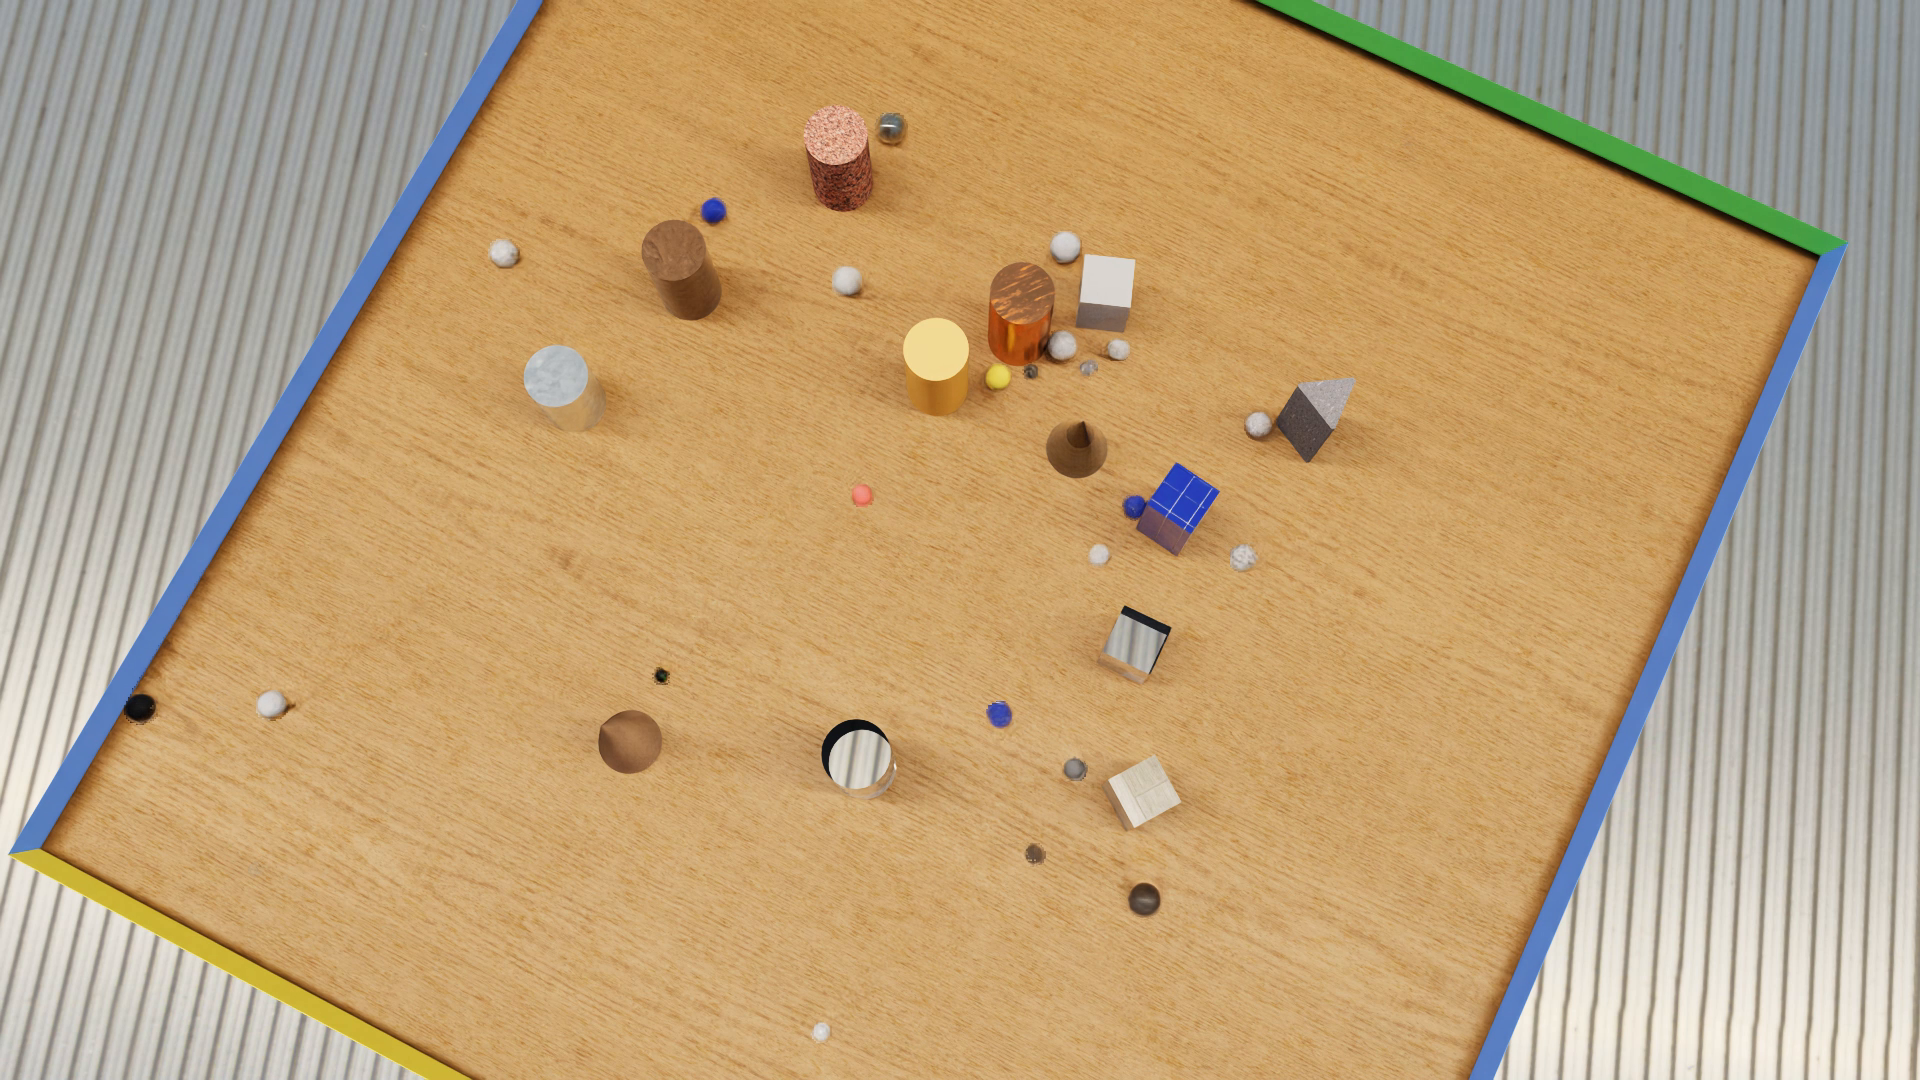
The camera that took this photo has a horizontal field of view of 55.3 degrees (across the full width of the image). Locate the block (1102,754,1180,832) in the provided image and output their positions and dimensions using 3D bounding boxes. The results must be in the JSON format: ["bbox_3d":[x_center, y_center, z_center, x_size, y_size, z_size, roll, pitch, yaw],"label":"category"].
[{"bbox_3d":[0.525,0.739,5.330,0.153,0.261,0.153,-28,80,-5],"label":"block"}]

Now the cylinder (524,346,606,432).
[{"bbox_3d":[-1.196,-0.456,5.564,0.191,0.288,0.191,0,78,0],"label":"cylinder"}]

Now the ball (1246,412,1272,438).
[{"bbox_3d":[0.922,-0.355,5.650,0.078,0.078,0.078,0,78,0],"label":"ball"}]

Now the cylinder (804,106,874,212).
[{"bbox_3d":[-0.373,-1.176,5.670,0.191,0.371,0.191,0,78,0],"label":"cylinder"}]

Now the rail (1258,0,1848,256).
[{"bbox_3d":[0.915,-1.786,5.922,4.093,0.124,0.045,26,80,5],"label":"rail"}]

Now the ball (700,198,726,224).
[{"bbox_3d":[-0.781,-1.038,5.791,0.079,0.079,0.079,0,78,0],"label":"ball"}]

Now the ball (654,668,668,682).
[{"bbox_3d":[-0.897,0.408,5.511,0.041,0.041,0.041,0,78,0],"label":"ball"}]

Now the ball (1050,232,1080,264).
[{"bbox_3d":[0.330,-0.917,5.757,0.096,0.096,0.096,0,78,0],"label":"ball"}]

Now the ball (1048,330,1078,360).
[{"bbox_3d":[0.318,-0.603,5.694,0.092,0.092,0.092,0,78,0],"label":"ball"}]

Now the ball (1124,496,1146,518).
[{"bbox_3d":[0.538,-0.101,5.602,0.070,0.070,0.070,0,78,0],"label":"ball"}]

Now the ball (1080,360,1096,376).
[{"bbox_3d":[0.398,-0.534,5.703,0.048,0.048,0.048,0,78,0],"label":"ball"}]

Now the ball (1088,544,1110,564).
[{"bbox_3d":[0.423,0.042,5.576,0.062,0.062,0.062,0,78,0],"label":"ball"}]

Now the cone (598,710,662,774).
[{"bbox_3d":[-0.988,0.558,5.266,0.191,0.461,0.191,0,78,0],"label":"cone"}]

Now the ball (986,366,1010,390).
[{"bbox_3d":[0.116,-0.503,5.681,0.076,0.076,0.076,0,78,0],"label":"ball"}]

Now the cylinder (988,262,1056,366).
[{"bbox_3d":[0.182,-0.678,5.547,0.191,0.411,0.191,0,78,0],"label":"cylinder"}]

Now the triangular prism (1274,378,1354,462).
[{"bbox_3d":[1.085,-0.385,5.492,0.143,0.400,0.166,-35,80,-7],"label":"triangular prism"}]

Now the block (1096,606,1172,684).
[{"bbox_3d":[0.514,0.313,5.432,0.153,0.235,0.153,25,79,5],"label":"block"}]

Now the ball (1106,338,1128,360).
[{"bbox_3d":[0.490,-0.595,5.707,0.064,0.064,0.064,0,78,0],"label":"ball"}]

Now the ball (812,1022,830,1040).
[{"bbox_3d":[-0.400,1.420,5.296,0.051,0.051,0.051,0,78,0],"label":"ball"}]

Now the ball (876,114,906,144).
[{"bbox_3d":[-0.220,-1.310,5.840,0.094,0.094,0.094,0,78,0],"label":"ball"}]

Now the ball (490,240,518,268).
[{"bbox_3d":[-1.433,-0.900,5.760,0.084,0.084,0.084,0,78,0],"label":"ball"}]

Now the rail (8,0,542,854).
[{"bbox_3d":[-1.809,-0.879,5.734,0.045,0.124,4.141,26,80,5],"label":"rail"}]

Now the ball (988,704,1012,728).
[{"bbox_3d":[0.120,0.524,5.470,0.074,0.074,0.074,0,78,0],"label":"ball"}]

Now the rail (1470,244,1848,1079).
[{"bbox_3d":[1.809,0.893,5.367,0.045,0.124,4.141,26,80,5],"label":"rail"}]

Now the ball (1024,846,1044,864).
[{"bbox_3d":[0.218,0.926,5.397,0.055,0.055,0.055,0,78,0],"label":"ball"}]

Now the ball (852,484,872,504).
[{"bbox_3d":[-0.301,-0.140,5.613,0.064,0.064,0.064,0,78,0],"label":"ball"}]

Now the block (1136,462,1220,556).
[{"bbox_3d":[0.645,-0.088,5.460,0.153,0.343,0.153,35,80,7],"label":"block"}]

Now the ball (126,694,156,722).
[{"bbox_3d":[-2.444,0.501,5.470,0.084,0.084,0.084,0,78,0],"label":"ball"}]

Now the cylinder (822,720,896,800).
[{"bbox_3d":[-0.286,0.633,5.253,0.191,0.455,0.191,0,78,0],"label":"cylinder"}]

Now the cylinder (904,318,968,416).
[{"bbox_3d":[-0.070,-0.517,5.528,0.191,0.382,0.191,0,78,0],"label":"cylinder"}]

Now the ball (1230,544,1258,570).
[{"bbox_3d":[0.863,0.053,5.565,0.079,0.079,0.079,0,78,0],"label":"ball"}]

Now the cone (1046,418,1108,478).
[{"bbox_3d":[0.362,-0.316,5.519,0.191,0.320,0.191,0,78,0],"label":"cone"}]

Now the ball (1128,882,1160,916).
[{"bbox_3d":[0.539,1.049,5.351,0.095,0.095,0.095,0,78,0],"label":"ball"}]

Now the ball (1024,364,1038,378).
[{"bbox_3d":[0.223,-0.524,5.703,0.043,0.043,0.043,0,78,0],"label":"ball"}]

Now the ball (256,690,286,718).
[{"bbox_3d":[-2.055,0.490,5.473,0.083,0.083,0.083,0,78,0],"label":"ball"}]

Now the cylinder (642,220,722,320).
[{"bbox_3d":[-0.847,-0.820,5.598,0.191,0.368,0.191,0,78,0],"label":"cylinder"}]

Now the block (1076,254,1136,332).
[{"bbox_3d":[0.446,-0.758,5.649,0.153,0.243,0.153,6,78,1],"label":"block"}]

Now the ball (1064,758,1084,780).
[{"bbox_3d":[0.339,0.678,5.443,0.064,0.064,0.064,0,78,0],"label":"ball"}]

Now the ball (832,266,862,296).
[{"bbox_3d":[-0.351,-0.812,5.737,0.093,0.093,0.093,0,78,0],"label":"ball"}]

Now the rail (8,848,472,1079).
[{"bbox_3d":[-0.915,1.799,5.180,4.093,0.124,0.045,26,80,5],"label":"rail"}]
